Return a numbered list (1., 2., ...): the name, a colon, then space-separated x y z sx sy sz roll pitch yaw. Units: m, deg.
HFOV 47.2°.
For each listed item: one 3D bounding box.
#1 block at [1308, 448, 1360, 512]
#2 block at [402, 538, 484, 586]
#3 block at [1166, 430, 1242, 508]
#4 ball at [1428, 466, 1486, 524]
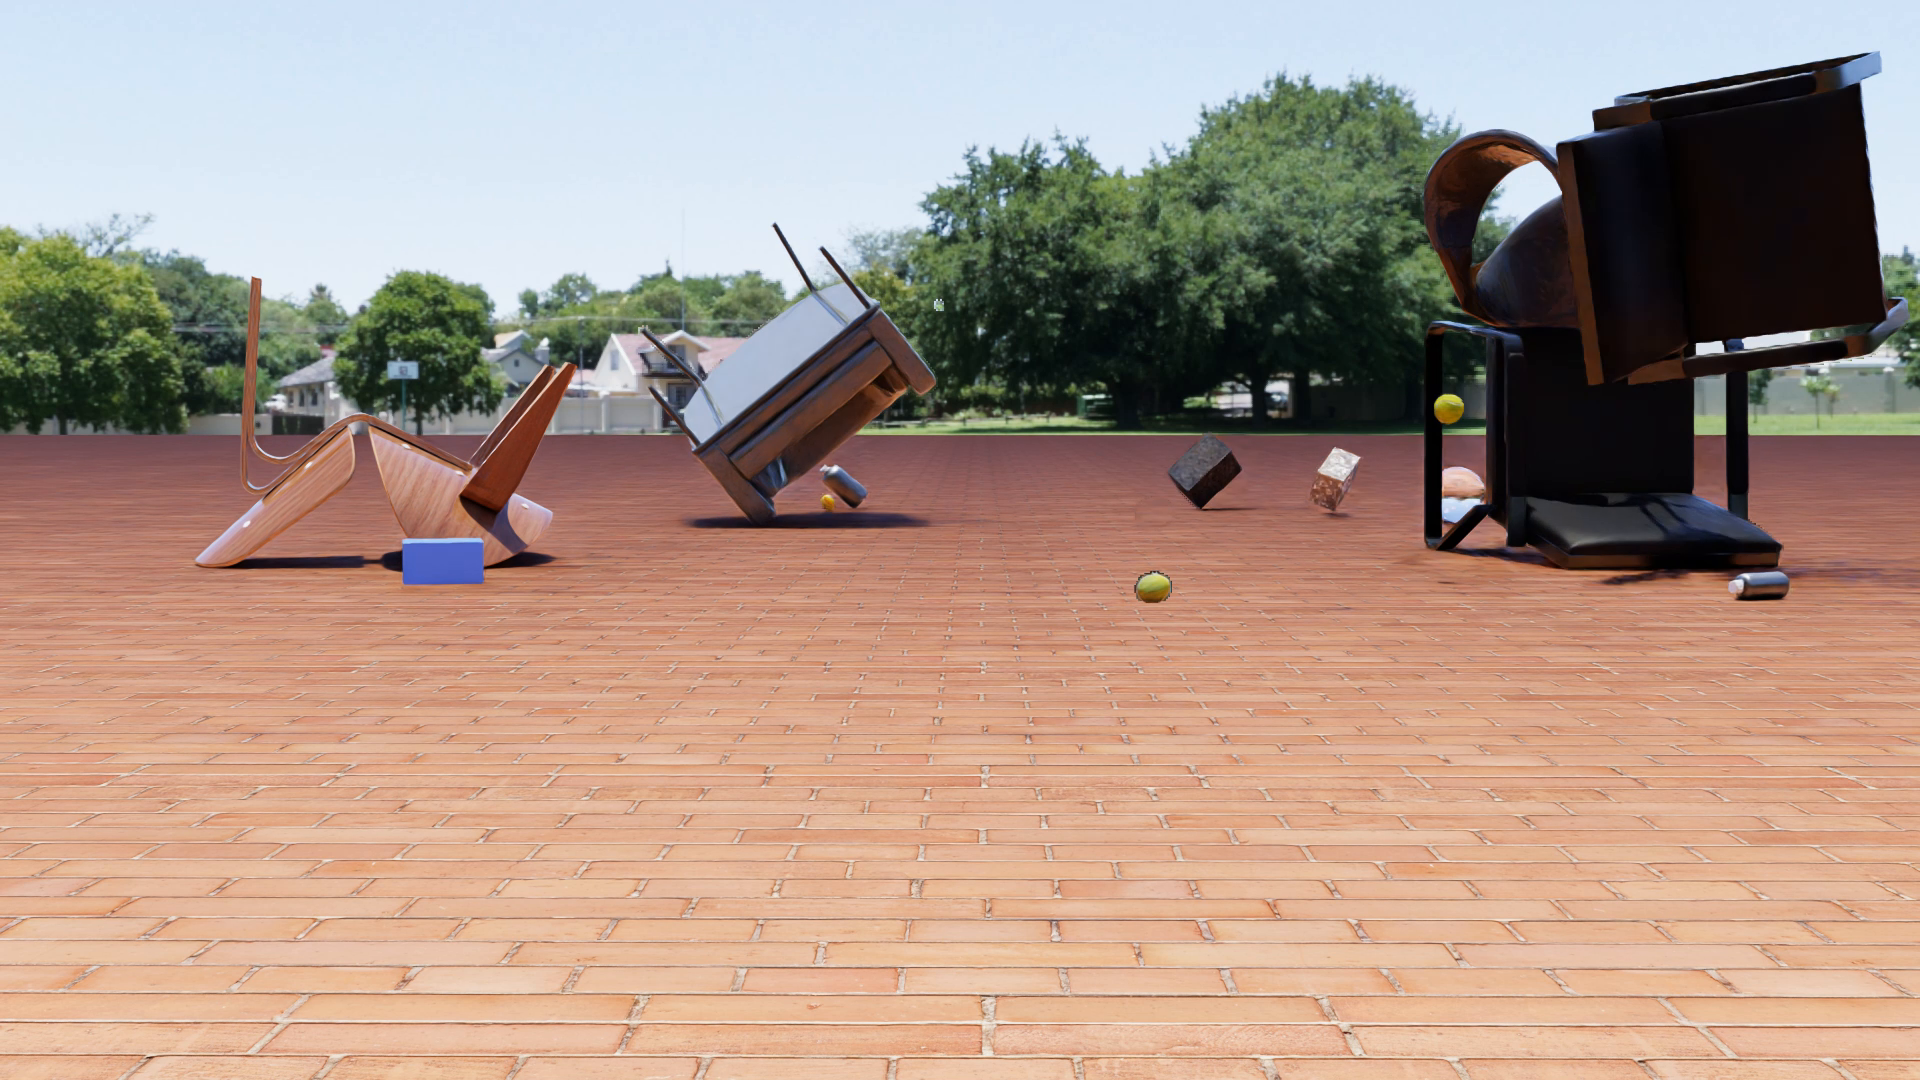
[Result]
1. block: 1.330 -0.216 7.809 0.099 0.127 0.209 23 34 16
2. block: -1.206 0.049 5.127 0.181 0.096 0.143 -1 4 -14
3. block: 0.907 -0.259 8.157 0.125 0.217 0.172 47 1 31
4. ball: 1.665 -0.151 7.370 0.188 0.188 0.188 0 4 0
